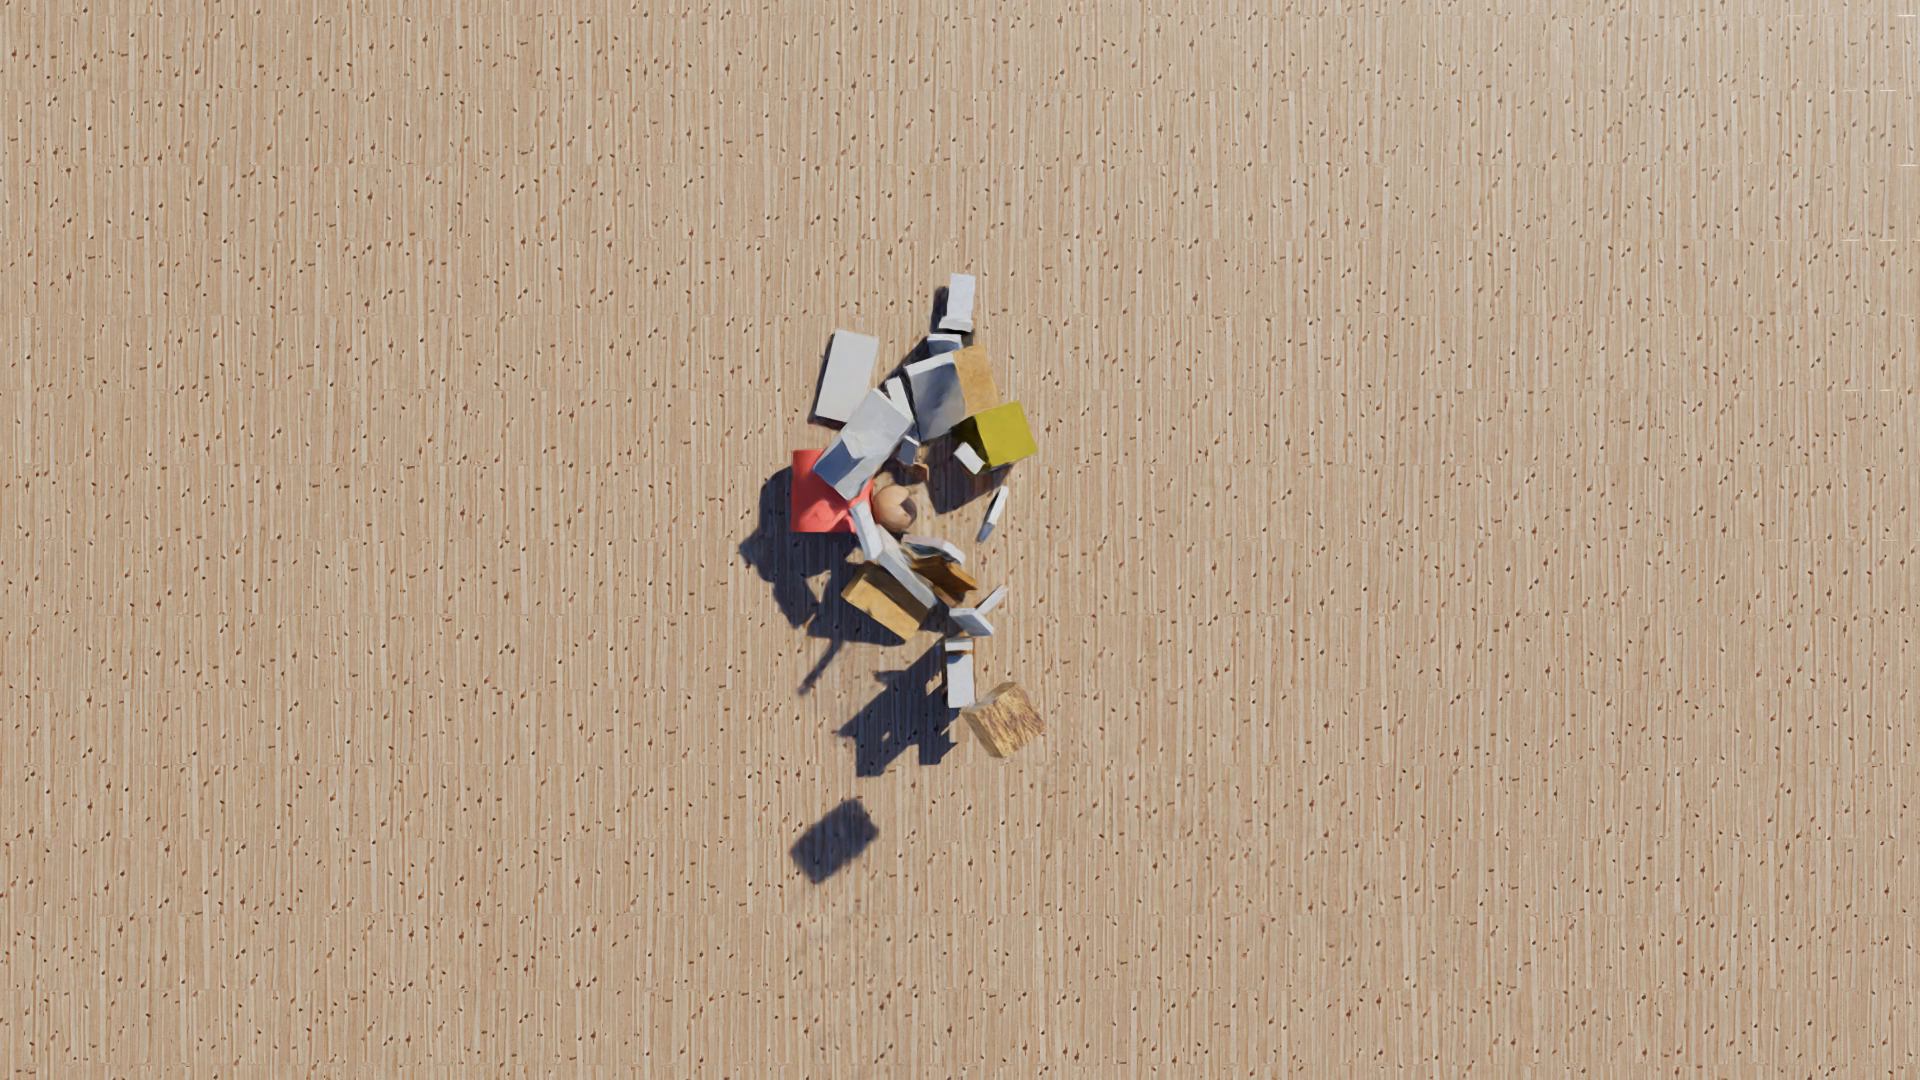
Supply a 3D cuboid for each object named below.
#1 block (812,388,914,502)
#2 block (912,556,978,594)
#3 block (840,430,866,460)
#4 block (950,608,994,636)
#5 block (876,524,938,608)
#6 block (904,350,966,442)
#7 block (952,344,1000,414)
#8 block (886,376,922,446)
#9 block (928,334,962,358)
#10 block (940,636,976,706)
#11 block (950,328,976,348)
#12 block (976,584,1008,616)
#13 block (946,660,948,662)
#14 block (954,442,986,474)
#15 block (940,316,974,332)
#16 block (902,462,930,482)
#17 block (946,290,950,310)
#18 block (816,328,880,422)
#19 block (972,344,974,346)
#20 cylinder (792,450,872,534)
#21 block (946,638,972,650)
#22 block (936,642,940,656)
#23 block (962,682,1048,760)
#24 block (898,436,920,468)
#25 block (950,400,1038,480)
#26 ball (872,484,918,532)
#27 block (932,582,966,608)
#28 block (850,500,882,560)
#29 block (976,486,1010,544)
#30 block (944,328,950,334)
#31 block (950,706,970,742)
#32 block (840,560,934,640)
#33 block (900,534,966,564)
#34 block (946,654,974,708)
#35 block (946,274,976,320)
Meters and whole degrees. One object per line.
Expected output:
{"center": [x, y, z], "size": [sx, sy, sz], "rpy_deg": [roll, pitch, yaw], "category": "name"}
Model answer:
{"center": [-0.303, -0.296, 5.169], "size": [0.162, 0.046, 0.325], "rpy_deg": [41, 105, 9], "category": "block"}
{"center": [-0.049, 0.114, 5.374], "size": [0.103, 0.243, 0.029], "rpy_deg": [-9, 64, 29], "category": "block"}
{"center": [-0.327, -0.290, 5.061], "size": [0.024, 0.171, 0.086], "rpy_deg": [-28, 90, 4], "category": "block"}
{"center": [0.037, 0.260, 5.199], "size": [0.082, 0.165, 0.023], "rpy_deg": [-3, 62, 25], "category": "block"}
{"center": [-0.183, 0.086, 5.350], "size": [0.042, 0.147, 0.293], "rpy_deg": [-34, 129, 13], "category": "block"}
{"center": [-0.075, -0.463, 5.345], "size": [0.162, 0.325, 0.046], "rpy_deg": [-19, 54, -7], "category": "block"}
{"center": [0.050, -0.504, 5.151], "size": [0.101, 0.029, 0.202], "rpy_deg": [-13, 99, 13], "category": "block"}
{"center": [-0.181, -0.405, 5.326], "size": [0.046, 0.325, 0.162], "rpy_deg": [-19, 81, -1], "category": "block"}
{"center": [-0.039, -0.581, 5.301], "size": [0.101, 0.203, 0.029], "rpy_deg": [5, 54, 12], "category": "block"}
{"center": [-0.006, 0.418, 5.270], "size": [0.108, 0.030, 0.215], "rpy_deg": [-2, 90, 0], "category": "block"}
{"center": [-0.001, -0.632, 5.391], "size": [0.082, 0.023, 0.164], "rpy_deg": [10, 56, -1], "category": "block"}
{"center": [0.105, 0.196, 5.391], "size": [0.104, 0.207, 0.029], "rpy_deg": [-44, 89, 7], "category": "block"}
{"center": [0.000, 0.381, 5.175], "size": [0.080, 0.159, 0.023], "rpy_deg": [-2, 90, 0], "category": "block"}
{"center": [0.029, -0.255, 5.136], "size": [0.050, 0.014, 0.100], "rpy_deg": [-50, 117, -12], "category": "block"}
{"center": [-0.009, -0.697, 5.315], "size": [0.101, 0.202, 0.029], "rpy_deg": [9, 101, 1], "category": "block"}
{"center": [-0.140, -0.221, 5.163], "size": [0.100, 0.014, 0.050], "rpy_deg": [21, 131, 30], "category": "block"}
{"center": [-0.005, -0.744, 5.485], "size": [0.082, 0.023, 0.165], "rpy_deg": [4, 92, 0], "category": "block"}
{"center": [-0.373, -0.539, 5.479], "size": [0.147, 0.042, 0.293], "rpy_deg": [14, 90, 0], "category": "block"}
{"center": [-0.004, -0.575, 5.458], "size": [0.082, 0.023, 0.164], "rpy_deg": [5, 101, 0], "category": "block"}
{"center": [-0.416, -0.155, 5.369], "size": [0.261, 0.261, 0.261], "rpy_deg": [1, 90, 0], "category": "cylinder"}
{"center": [-0.003, 0.323, 5.127], "size": [0.082, 0.254, 0.023], "rpy_deg": [-2, 90, 0], "category": "block"}
{"center": [-0.023, 0.346, 5.392], "size": [0.108, 0.215, 0.030], "rpy_deg": [-12, 90, 0], "category": "block"}
{"center": [0.127, 0.519, 4.752], "size": [0.156, 0.156, 0.156], "rpy_deg": [-34, 94, -15], "category": "block"}
{"center": [-0.155, -0.268, 4.990], "size": [0.050, 0.100, 0.014], "rpy_deg": [32, 50, 10], "category": "block"}
{"center": [0.109, -0.326, 5.377], "size": [0.179, 0.179, 0.179], "rpy_deg": [-20, 89, -27], "category": "block"}
{"center": [-0.216, -0.104, 5.422], "size": [0.156, 0.156, 0.156], "rpy_deg": [0, 90, 0], "category": "ball"}
{"center": [-0.020, 0.206, 5.417], "size": [0.023, 0.082, 0.165], "rpy_deg": [-48, 128, 3], "category": "block"}
{"center": [-0.293, -0.032, 5.149], "size": [0.024, 0.086, 0.171], "rpy_deg": [-11, 106, 23], "category": "block"}
{"center": [0.094, -0.074, 4.737], "size": [0.024, 0.171, 0.086], "rpy_deg": [29, 133, -6], "category": "block"}
{"center": [-0.010, -0.631, 5.471], "size": [0.082, 0.023, 0.165], "rpy_deg": [0, 101, 1], "category": "block"}
{"center": [-0.001, 0.593, 5.364], "size": [0.063, 0.018, 0.127], "rpy_deg": [0, 90, 0], "category": "block"}
{"center": [-0.236, 0.198, 5.401], "size": [0.293, 0.042, 0.147], "rpy_deg": [36, 90, -34], "category": "block"}
{"center": [-0.087, 0.027, 5.294], "size": [0.104, 0.207, 0.029], "rpy_deg": [38, 71, -39], "category": "block"}
{"center": [0.002, 0.434, 5.084], "size": [0.080, 0.023, 0.159], "rpy_deg": [-2, 90, 0], "category": "block"}
{"center": [0.002, -0.791, 5.434], "size": [0.082, 0.023, 0.165], "rpy_deg": [7, 87, -1], "category": "block"}
